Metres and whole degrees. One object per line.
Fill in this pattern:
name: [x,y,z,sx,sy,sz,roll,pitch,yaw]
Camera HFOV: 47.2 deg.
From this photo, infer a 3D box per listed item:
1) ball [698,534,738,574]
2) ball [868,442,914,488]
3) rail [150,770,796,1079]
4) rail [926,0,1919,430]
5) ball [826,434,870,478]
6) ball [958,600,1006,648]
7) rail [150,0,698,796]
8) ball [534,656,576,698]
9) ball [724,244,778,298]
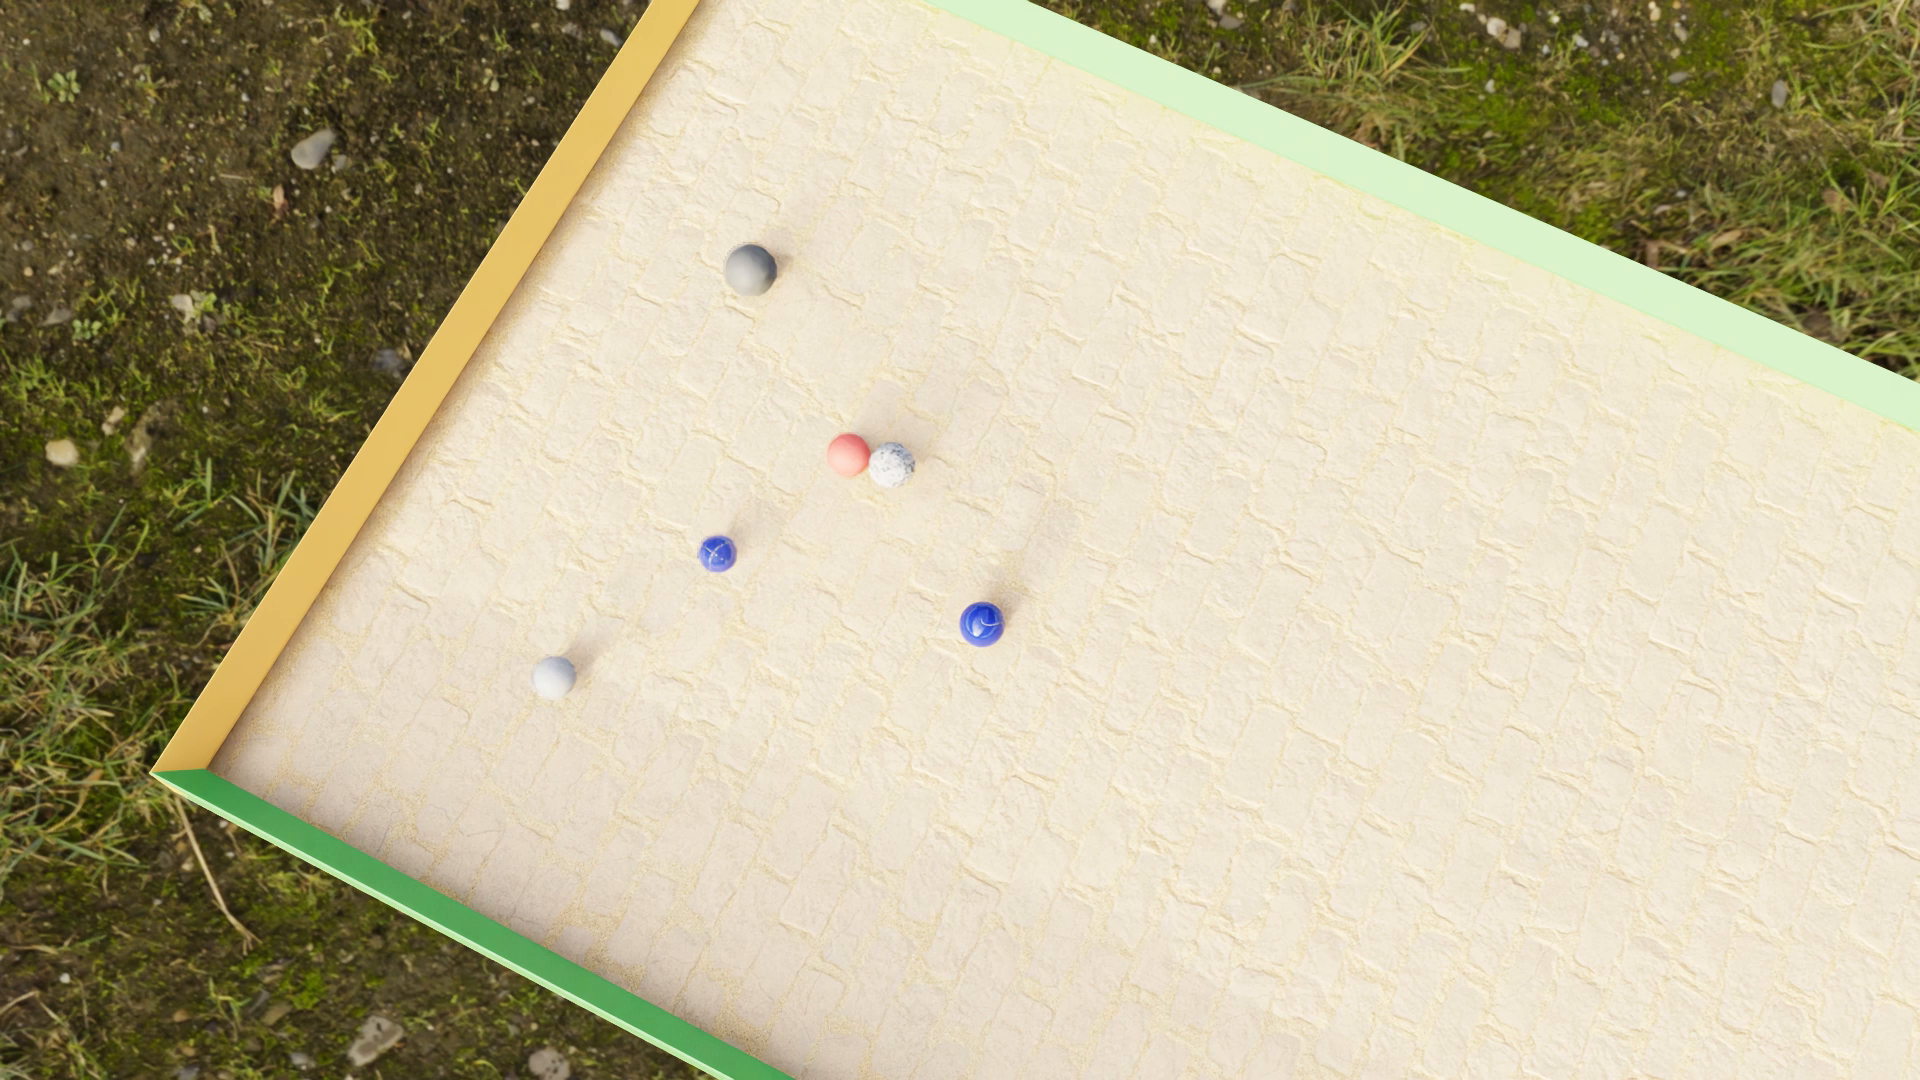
ball: [-0.379,0.022,3.447,0.061,0.061,0.061,0,70,0]
ball: [-0.108,-0.118,3.492,0.073,0.073,0.073,0,70,0]
rail: [0.400,1.095,3.020,3.552,0.112,0.045,25,72,9]
rail: [1.184,-0.357,3.559,3.552,0.112,0.045,25,72,9]
ball: [-0.177,-0.135,3.500,0.070,0.070,0.070,0,70,0]
ball: [0.034,0.131,3.400,0.073,0.073,0.073,0,70,0]
rail: [-0.771,-0.373,3.565,0.045,0.112,1.784,25,72,9]
ball: [-0.621,0.210,3.374,0.066,0.066,0.066,0,70,0]
ball: [-0.343,-0.441,3.605,0.086,0.086,0.086,0,70,0]
